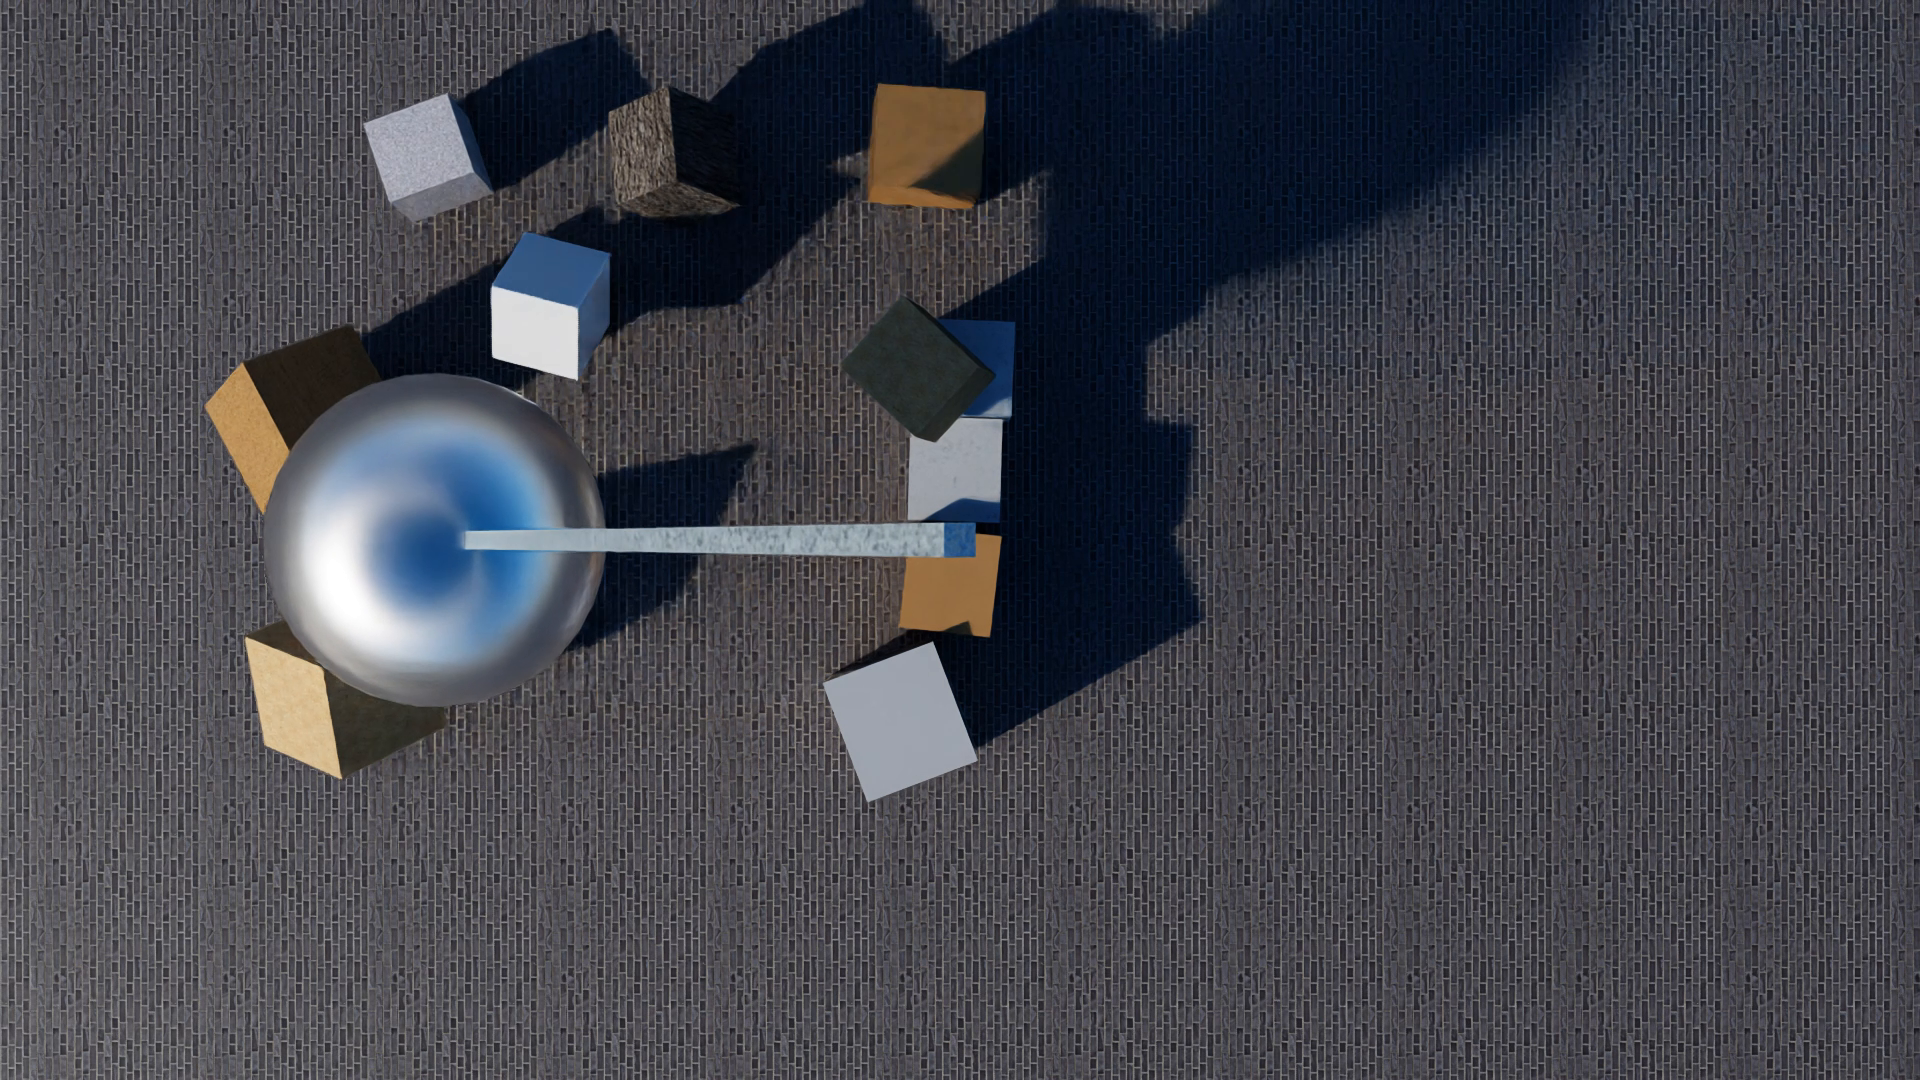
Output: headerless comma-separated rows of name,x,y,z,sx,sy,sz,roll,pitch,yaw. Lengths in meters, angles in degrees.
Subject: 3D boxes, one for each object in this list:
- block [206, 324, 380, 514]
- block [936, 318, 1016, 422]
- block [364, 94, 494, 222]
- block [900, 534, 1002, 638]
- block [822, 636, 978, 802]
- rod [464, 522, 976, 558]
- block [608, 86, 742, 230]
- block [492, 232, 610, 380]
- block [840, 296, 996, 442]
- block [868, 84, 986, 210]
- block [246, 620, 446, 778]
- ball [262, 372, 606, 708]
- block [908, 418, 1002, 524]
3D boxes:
block,-3.715,-0.686,12.514,0.698,0.685,0.704,-28,90,-39
block,0.025,-0.971,12.687,0.552,0.626,0.535,2,90,0
block,-3.072,-2.207,12.741,0.508,0.465,0.490,-20,83,0
block,-0.054,0.234,12.690,0.516,0.621,0.574,7,90,0
block,-0.334,1.015,12.636,0.658,0.728,0.711,-21,90,0
rod,-1.082,0.000,7.422,0.080,5.200,0.080,0,90,-25
block,-1.630,-2.179,12.585,0.462,0.553,0.573,-16,74,32
block,-2.331,-1.337,12.557,0.511,0.533,0.523,15,45,4
block,-0.223,-0.927,12.058,0.570,0.613,0.509,43,96,7
block,-0.198,-2.263,12.694,0.612,0.532,0.579,3,88,-6
block,-3.451,0.800,12.389,0.691,0.735,0.683,15,119,35
ball,-2.496,0.000,10.514,1.600,1.600,1.600,0,90,0
block,-0.028,-0.402,12.767,0.524,0.467,0.591,2,90,0
